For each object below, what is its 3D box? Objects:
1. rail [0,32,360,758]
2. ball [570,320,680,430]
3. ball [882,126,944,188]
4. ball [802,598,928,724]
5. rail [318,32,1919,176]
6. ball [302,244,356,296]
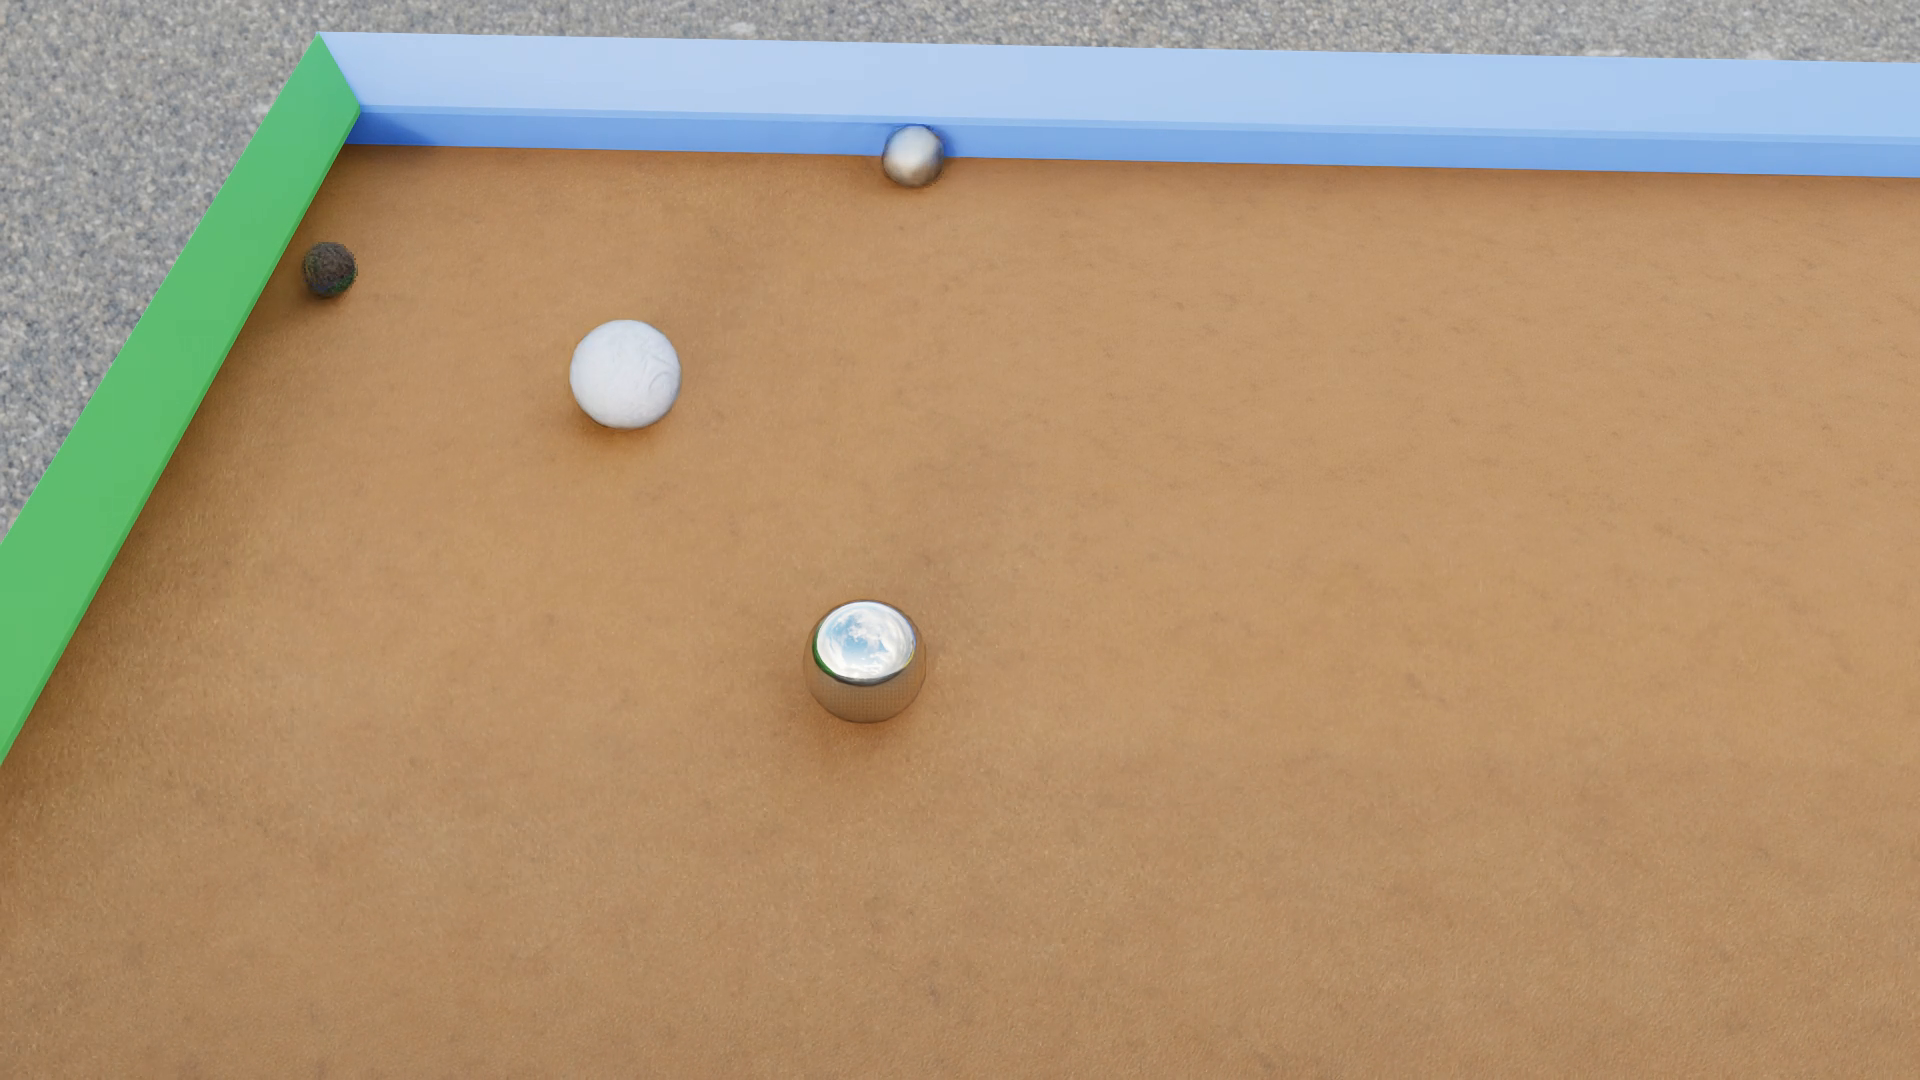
[{"bbox_3d":[-0.630,-0.037,1.923,0.045,0.117,1.419,2,35,2],"label":"rail"},{"bbox_3d":[-0.273,-0.135,2.089,0.090,0.090,0.090,0,35,0],"label":"ball"},{"bbox_3d":[-0.044,-0.366,2.448,0.059,0.059,0.059,0,35,0],"label":"ball"},{"bbox_3d":[-0.066,0.084,1.777,0.087,0.087,0.087,0,35,0],"label":"ball"},{"bbox_3d":[0.687,-0.393,2.435,2.619,0.117,0.045,2,35,2],"label":"rail"},{"bbox_3d":[-0.561,-0.240,2.278,0.046,0.046,0.046,0,35,0],"label":"ball"}]
